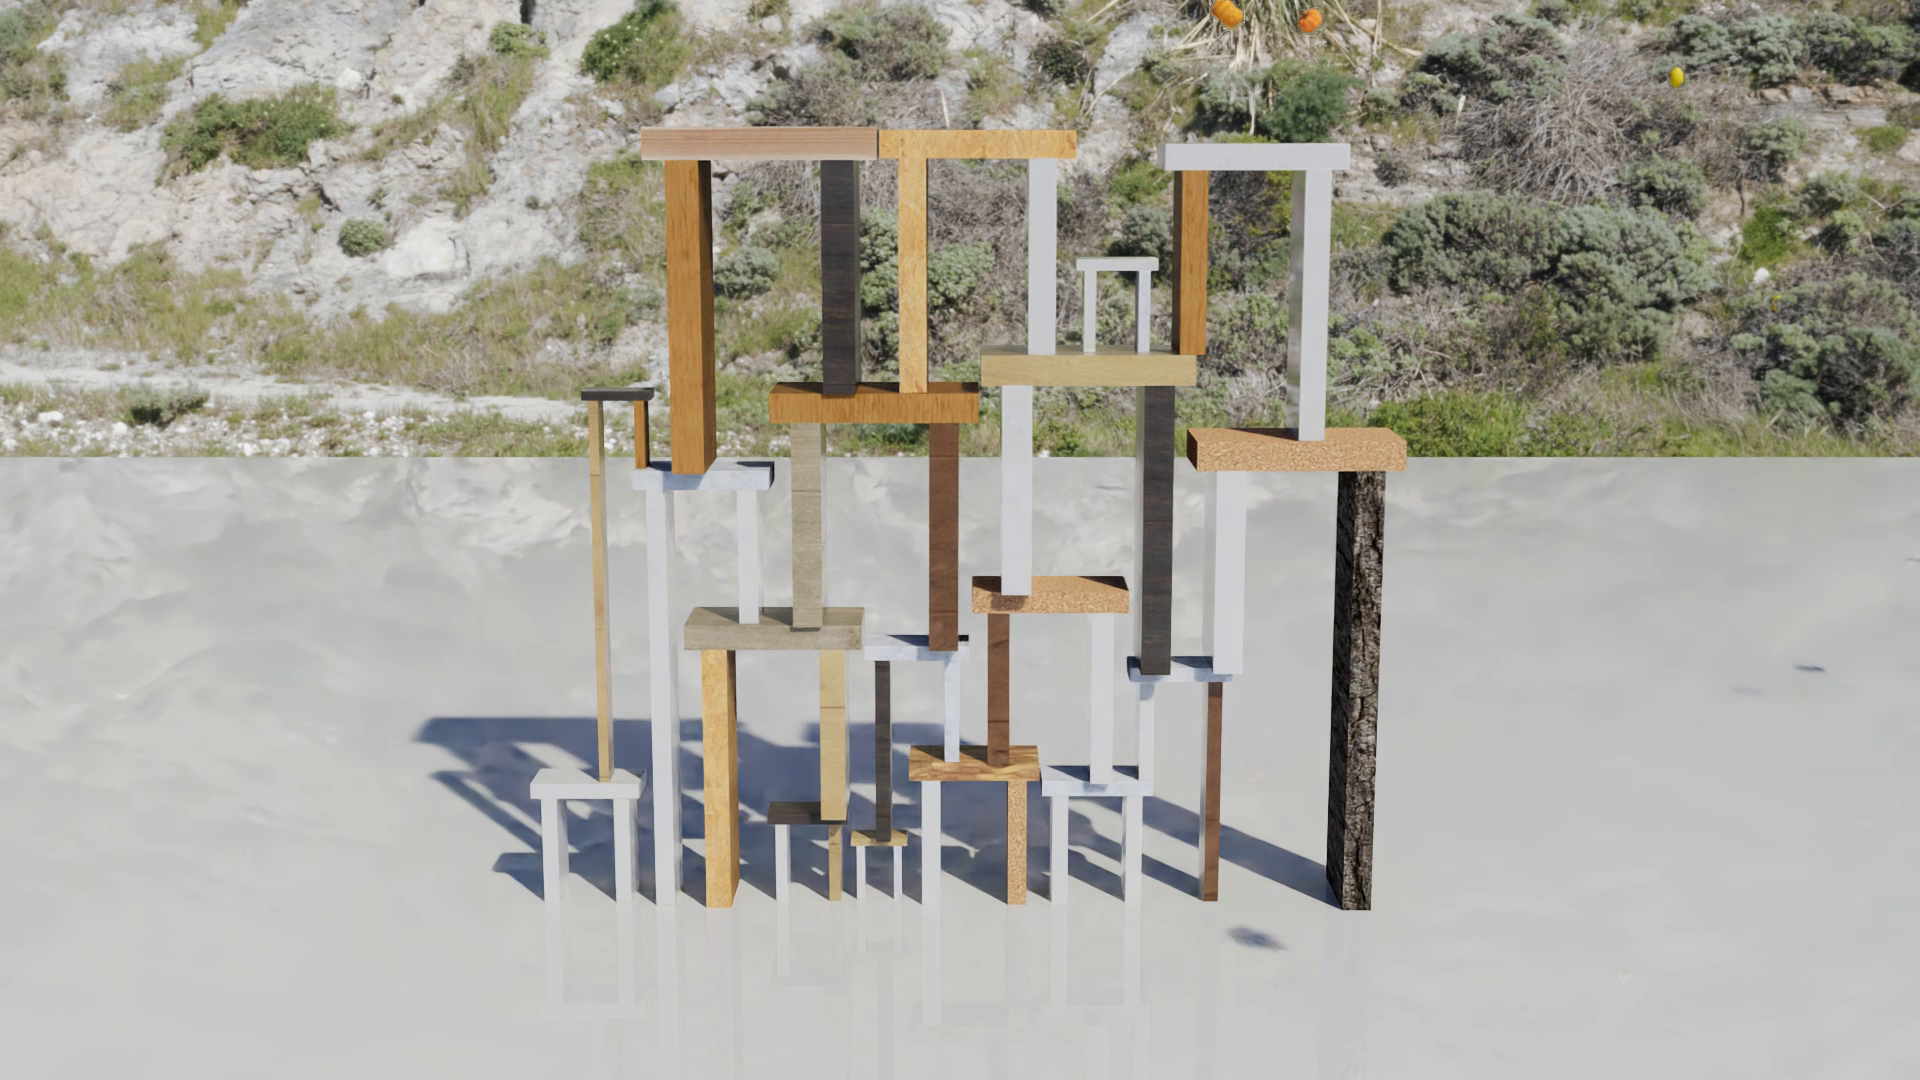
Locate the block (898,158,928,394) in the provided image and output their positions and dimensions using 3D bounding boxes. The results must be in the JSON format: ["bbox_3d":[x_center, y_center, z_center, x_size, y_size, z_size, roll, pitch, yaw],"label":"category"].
[{"bbox_3d":[-0.073,-0.422,3.482,0.043,0.362,0.151,0,11,0],"label":"block"}]

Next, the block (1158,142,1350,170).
[{"bbox_3d":[0.457,-0.601,3.442,0.283,0.040,0.142,0,11,0],"label":"block"}]

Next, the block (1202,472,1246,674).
[{"bbox_3d":[0.428,0.038,3.568,0.047,0.329,0.164,0,10,0],"label":"block"}]

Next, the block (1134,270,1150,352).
[{"bbox_3d":[0.289,-0.365,3.487,0.018,0.128,0.064,0,11,0],"label":"block"}]

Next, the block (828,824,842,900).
[{"bbox_3d":[-0.206,0.526,3.655,0.019,0.131,0.066,0,11,0],"label":"block"}]

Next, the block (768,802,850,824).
[{"bbox_3d":[-0.250,0.452,3.641,0.131,0.019,0.066,0,10,0],"label":"block"}]

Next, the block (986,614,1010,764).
[{"bbox_3d":[0.062,0.229,3.605,0.035,0.250,0.125,0,10,0],"label":"block"}]

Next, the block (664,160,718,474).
[{"bbox_3d":[-0.426,-0.358,3.495,0.051,0.485,0.180,0,11,0],"label":"block"}]

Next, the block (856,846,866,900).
[{"bbox_3d":[-0.164,0.546,3.656,0.013,0.092,0.046,0,10,0],"label":"block"}]

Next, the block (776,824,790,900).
[{"bbox_3d":[-0.294,0.526,3.655,0.019,0.131,0.066,0,11,0],"label":"block"}]

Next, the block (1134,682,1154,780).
[{"bbox_3d":[0.304,0.304,3.619,0.023,0.166,0.083,0,10,0],"label":"block"}]

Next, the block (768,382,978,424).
[{"bbox_3d":[-0.134,-0.221,3.520,0.328,0.046,0.164,0,11,0],"label":"block"}]

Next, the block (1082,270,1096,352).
[{"bbox_3d":[0.204,-0.365,3.487,0.018,0.128,0.064,0,11,0],"label":"block"}]

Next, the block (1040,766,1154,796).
[{"bbox_3d":[0.225,0.398,3.637,0.182,0.026,0.091,0,11,0],"label":"block"}]

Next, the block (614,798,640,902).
[{"bbox_3d":[-0.554,0.502,3.656,0.025,0.177,0.089,0,11,0],"label":"block"}]

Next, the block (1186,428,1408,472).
[{"bbox_3d":[0.537,-0.146,3.533,0.329,0.047,0.164,0,11,0],"label":"block"}]

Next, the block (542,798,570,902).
[{"bbox_3d":[-0.673,0.502,3.656,0.025,0.177,0.089,0,11,0],"label":"block"}]

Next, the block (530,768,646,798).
[{"bbox_3d":[-0.613,0.403,3.637,0.177,0.025,0.089,0,11,0],"label":"block"}]

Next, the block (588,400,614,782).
[{"bbox_3d":[-0.582,0.083,3.571,0.015,0.628,0.054,0,11,0],"label":"block"}]

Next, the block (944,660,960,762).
[{"bbox_3d":[-0.013,0.270,3.607,0.024,0.169,0.085,0,11,0],"label":"block"}]

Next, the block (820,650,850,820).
[{"bbox_3d":[-0.205,0.303,3.617,0.040,0.284,0.142,0,10,0],"label":"block"}]

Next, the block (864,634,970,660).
[{"bbox_3d":[-0.070,0.175,3.586,0.169,0.024,0.085,0,11,0],"label":"block"}]

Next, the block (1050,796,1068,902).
[{"bbox_3d":[0.164,0.500,3.656,0.026,0.182,0.091,0,11,0],"label":"block"}]

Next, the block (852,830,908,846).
[{"bbox_3d":[-0.134,0.494,3.647,0.092,0.013,0.046,0,10,0],"label":"block"}]

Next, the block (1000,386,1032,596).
[{"bbox_3d":[0.089,-0.092,3.540,0.047,0.334,0.167,0,11,0],"label":"block"}]

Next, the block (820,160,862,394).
[{"bbox_3d":[-0.188,-0.420,3.483,0.051,0.359,0.180,0,11,0],"label":"block"}]

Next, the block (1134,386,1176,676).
[{"bbox_3d":[0.312,-0.028,3.552,0.047,0.464,0.167,0,11,0],"label":"block"}]

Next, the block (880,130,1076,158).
[{"bbox_3d":[0.028,-0.621,3.445,0.301,0.043,0.151,0,11,0],"label":"block"}]

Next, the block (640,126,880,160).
[{"bbox_3d":[-0.307,-0.622,3.446,0.359,0.051,0.180,0,11,0],"label":"block"}]

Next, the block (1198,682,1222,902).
[{"bbox_3d":[0.414,0.406,3.638,0.023,0.373,0.083,0,11,0],"label":"block"}]

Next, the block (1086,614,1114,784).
[{"bbox_3d":[0.229,0.246,3.609,0.035,0.284,0.125,0,11,0],"label":"block"}]

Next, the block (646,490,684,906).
[{"bbox_3d":[-0.484,0.251,3.605,0.031,0.691,0.108,0,11,0],"label":"block"}]

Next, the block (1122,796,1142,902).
[{"bbox_3d":[0.285,0.500,3.656,0.026,0.182,0.091,0,11,0],"label":"block"}]

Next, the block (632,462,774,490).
[{"bbox_3d":[-0.411,-0.104,3.539,0.217,0.031,0.108,0,11,0],"label":"block"}]

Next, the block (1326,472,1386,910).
[{"bbox_3d":[0.647,0.233,3.604,0.047,0.725,0.164,0,11,0],"label":"block"}]

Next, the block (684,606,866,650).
[{"bbox_3d":[-0.300,0.144,3.588,0.283,0.040,0.142,0,11,0],"label":"block"}]

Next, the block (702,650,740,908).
[{"bbox_3d":[-0.394,0.377,3.631,0.040,0.434,0.142,0,11,0],"label":"block"}]

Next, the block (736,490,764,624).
[{"bbox_3d":[-0.339,0.018,3.562,0.031,0.217,0.108,0,11,0],"label":"block"}]

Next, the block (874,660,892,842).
[{"bbox_3d":[-0.125,0.337,3.619,0.024,0.306,0.085,0,10,0],"label":"block"}]

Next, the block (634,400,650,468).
[{"bbox_3d":[-0.510,-0.172,3.522,0.015,0.109,0.054,0,11,0],"label":"block"}]

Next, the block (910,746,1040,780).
[{"bbox_3d":[0.023,0.367,3.627,0.211,0.030,0.106,0,11,0],"label":"block"}]

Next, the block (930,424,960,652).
[{"bbox_3d":[-0.025,-0.018,3.557,0.046,0.367,0.164,0,11,0],"label":"block"}]

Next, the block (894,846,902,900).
[{"bbox_3d":[-0.103,0.546,3.656,0.013,0.092,0.046,0,10,0],"label":"block"}]

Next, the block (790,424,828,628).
[{"bbox_3d":[-0.243,-0.037,3.556,0.046,0.328,0.164,0,11,0],"label":"block"}]

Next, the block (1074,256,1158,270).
[{"bbox_3d":[0.247,-0.437,3.474,0.128,0.018,0.064,0,11,0],"label":"block"}]

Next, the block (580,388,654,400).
[{"bbox_3d":[-0.546,-0.233,3.512,0.109,0.015,0.054,0,11,0],"label":"block"}]

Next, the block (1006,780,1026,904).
[{"bbox_3d":[0.094,0.486,3.649,0.030,0.212,0.106,0,11,0],"label":"block"}]

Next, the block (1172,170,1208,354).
[{"bbox_3d":[0.363,-0.441,3.472,0.040,0.283,0.142,0,11,0],"label":"block"}]

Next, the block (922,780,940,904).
[{"bbox_3d":[-0.047,0.486,3.649,0.030,0.212,0.106,0,11,0],"label":"block"}]

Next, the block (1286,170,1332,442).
[{"bbox_3d":[0.552,-0.374,3.485,0.040,0.420,0.142,0,11,0],"label":"block"}]

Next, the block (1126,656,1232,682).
[{"bbox_3d":[0.359,0.211,3.601,0.166,0.023,0.083,0,11,0],"label":"block"}]

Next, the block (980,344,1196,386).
[{"bbox_3d":[0.200,-0.279,3.505,0.334,0.047,0.167,0,11,0],"label":"block"}]

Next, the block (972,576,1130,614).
[{"bbox_3d":[0.145,0.089,3.580,0.250,0.035,0.125,0,11,0],"label":"block"}]

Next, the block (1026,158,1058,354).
[{"bbox_3d":[0.128,-0.451,3.476,0.043,0.302,0.151,0,11,0],"label":"block"}]
